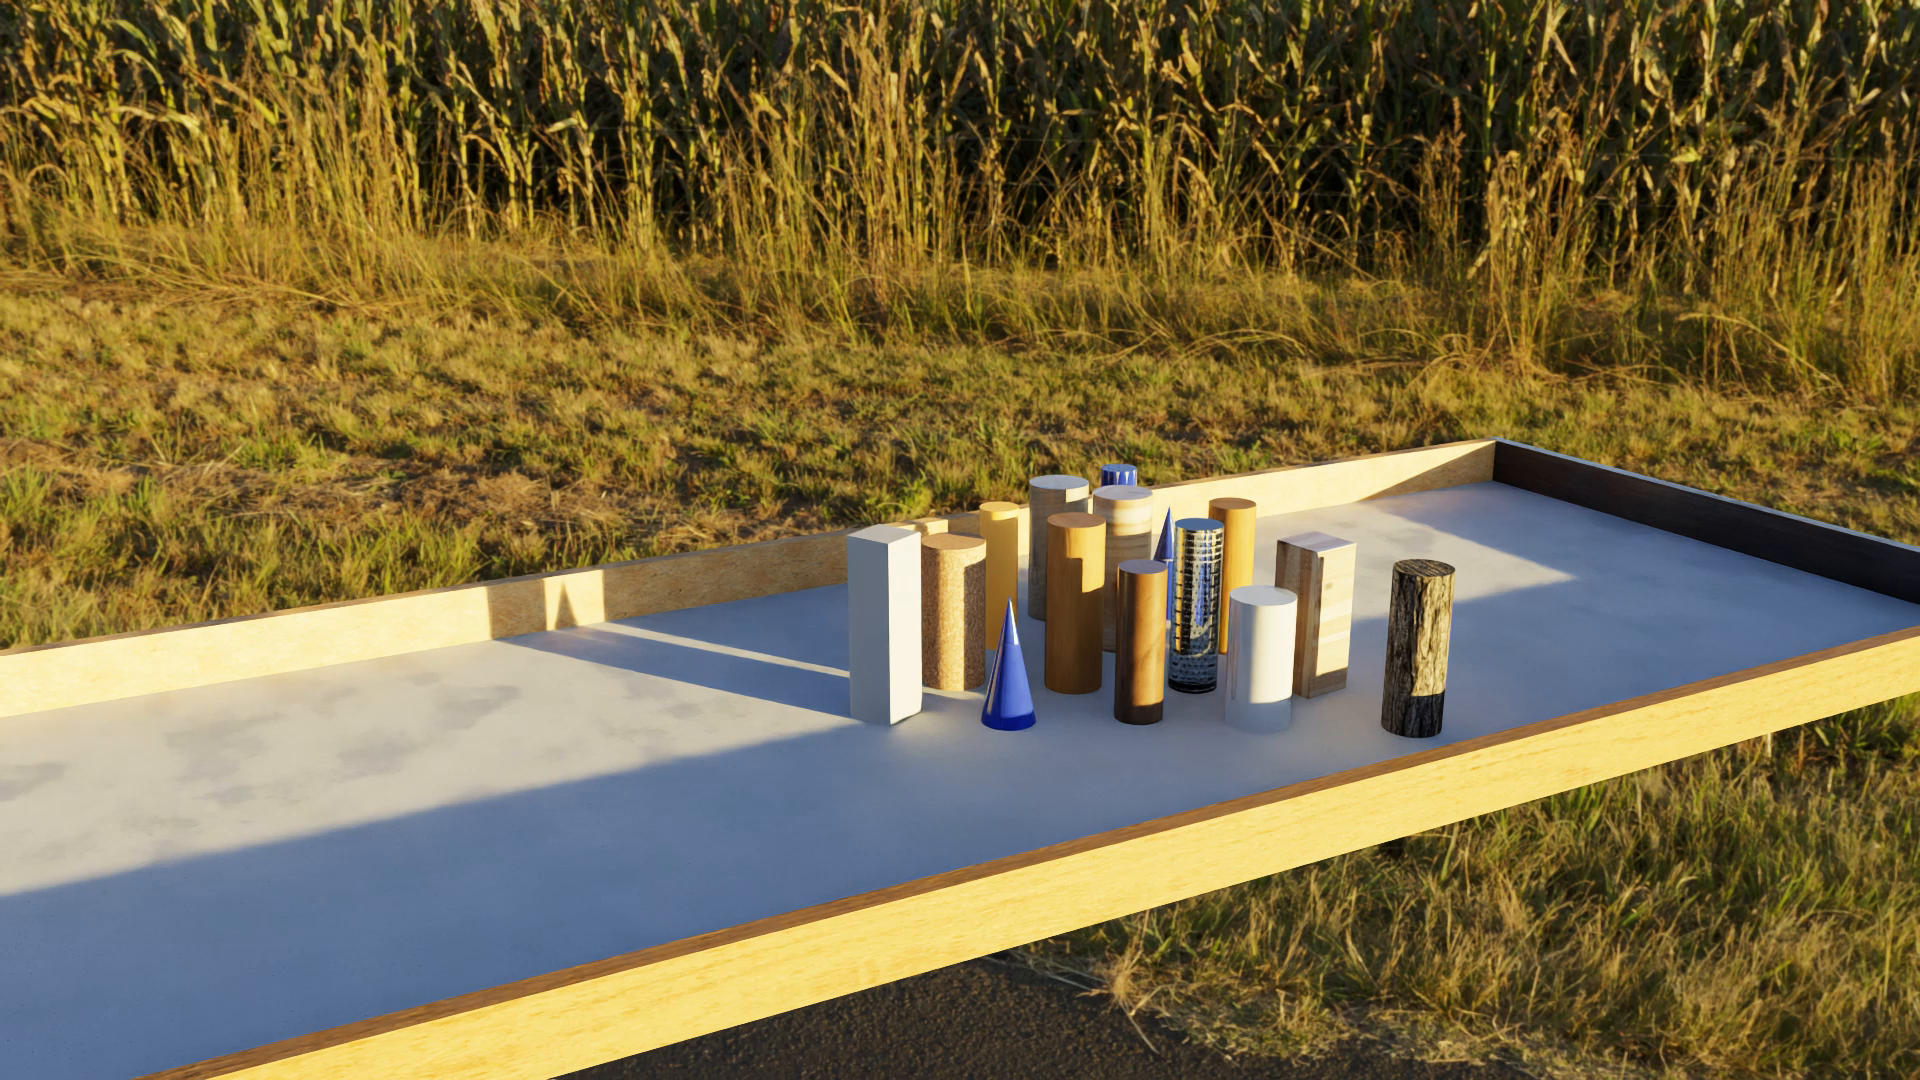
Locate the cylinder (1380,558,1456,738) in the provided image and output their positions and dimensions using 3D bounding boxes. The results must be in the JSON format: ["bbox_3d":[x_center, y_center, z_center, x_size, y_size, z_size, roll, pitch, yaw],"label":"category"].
[{"bbox_3d":[1.058,0.250,3.813,0.138,0.390,0.138,0,16,0],"label":"cylinder"}]

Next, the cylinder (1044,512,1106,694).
[{"bbox_3d":[0.283,0.156,4.068,0.143,0.426,0.143,0,16,0],"label":"cylinder"}]

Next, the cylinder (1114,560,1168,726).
[{"bbox_3d":[0.424,0.240,3.877,0.116,0.373,0.116,0,16,0],"label":"cylinder"}]

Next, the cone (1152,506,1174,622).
[{"bbox_3d":[0.581,0.052,4.618,0.160,0.315,0.160,0,16,0],"label":"cone"}]

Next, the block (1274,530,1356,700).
[{"bbox_3d":[0.868,0.183,4.066,0.133,0.375,0.133,-11,20,-34],"label":"block"}]

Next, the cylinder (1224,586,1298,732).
[{"bbox_3d":[0.703,0.277,3.864,0.155,0.310,0.155,0,16,0],"label":"cylinder"}]

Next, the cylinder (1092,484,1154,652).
[{"bbox_3d":[0.425,0.076,4.357,0.157,0.417,0.157,0,16,0],"label":"cylinder"}]

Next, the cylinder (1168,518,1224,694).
[{"bbox_3d":[0.581,0.162,4.063,0.120,0.418,0.120,0,16,0],"label":"cylinder"}]

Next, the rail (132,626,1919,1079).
[{"bbox_3d":[-2.336,1.006,1.665,12.000,0.150,0.050,-9,18,-27],"label":"rail"}]

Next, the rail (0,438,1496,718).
[{"bbox_3d":[-3.305,0.497,3.399,12.000,0.150,0.050,-9,18,-27],"label":"rail"}]

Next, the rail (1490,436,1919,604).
[{"bbox_3d":[2.466,-0.048,5.253,0.050,0.150,2.100,-9,18,-27],"label":"rail"}]

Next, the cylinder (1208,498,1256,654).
[{"bbox_3d":[0.707,0.094,4.332,0.124,0.395,0.124,0,16,0],"label":"cylinder"}]

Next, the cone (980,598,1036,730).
[{"bbox_3d":[0.115,0.277,3.861,0.132,0.311,0.132,0,16,0],"label":"cone"}]

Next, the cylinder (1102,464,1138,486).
[{"bbox_3d":[0.460,-0.033,4.816,0.103,0.366,0.103,0,16,0],"label":"cylinder"}]

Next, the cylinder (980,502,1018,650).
[{"bbox_3d":[0.102,0.095,4.356,0.102,0.380,0.102,0,16,0],"label":"cylinder"}]

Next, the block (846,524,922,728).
[{"bbox_3d":[-0.176,0.200,3.878,0.121,0.448,0.121,11,20,34],"label":"block"}]

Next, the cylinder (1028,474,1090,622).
[{"bbox_3d":[0.273,0.023,4.600,0.165,0.381,0.165,0,16,0],"label":"cylinder"}]

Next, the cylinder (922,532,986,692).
[{"bbox_3d":[-0.016,0.176,4.107,0.159,0.365,0.159,0,16,0],"label":"cylinder"}]
